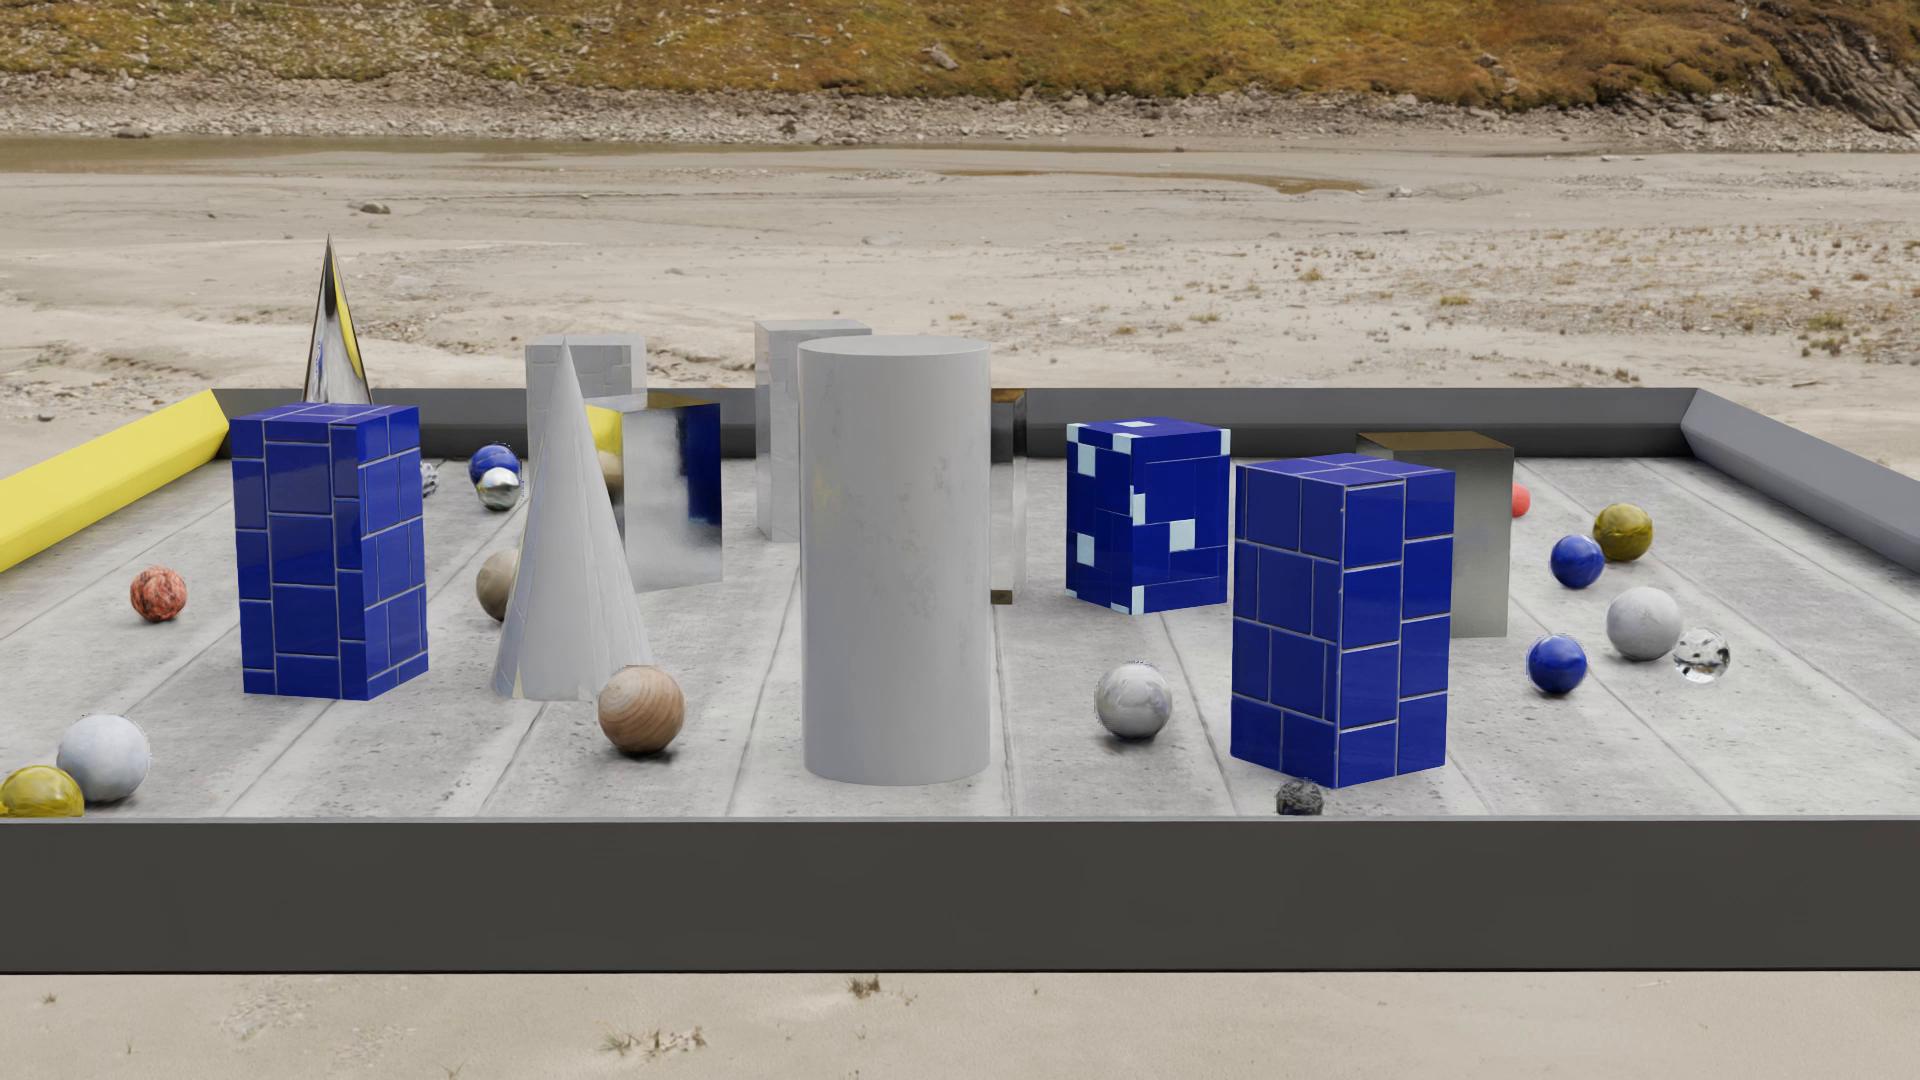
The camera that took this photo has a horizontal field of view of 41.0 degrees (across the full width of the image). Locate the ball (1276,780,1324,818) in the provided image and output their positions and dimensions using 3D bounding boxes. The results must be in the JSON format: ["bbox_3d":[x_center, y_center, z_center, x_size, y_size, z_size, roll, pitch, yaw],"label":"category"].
[{"bbox_3d":[0.329,0.255,2.484,0.046,0.046,0.046,0,10,0],"label":"ball"}]

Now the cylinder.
[{"bbox_3d":[-0.067,0.016,2.686,0.200,0.443,0.200,0,10,0],"label":"cylinder"}]

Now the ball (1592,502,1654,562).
[{"bbox_3d":[0.984,-0.011,3.809,0.089,0.089,0.089,0,10,0],"label":"ball"}]

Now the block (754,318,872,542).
[{"bbox_3d":[-0.230,-0.175,4.031,0.160,0.329,0.160,-2,11,-12],"label":"block"}]

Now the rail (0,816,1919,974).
[{"bbox_3d":[0.008,0.283,2.097,2.796,0.130,0.045,0,10,0],"label":"rail"}]

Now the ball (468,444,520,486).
[{"bbox_3d":[-0.800,-0.121,4.408,0.087,0.087,0.087,0,10,0],"label":"ball"}]

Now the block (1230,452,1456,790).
[{"bbox_3d":[0.400,0.080,2.697,0.160,0.314,0.160,-7,13,-34],"label":"block"}]

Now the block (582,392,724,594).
[{"bbox_3d":[-0.451,-0.070,3.661,0.160,0.257,0.160,-8,13,-38],"label":"block"}]

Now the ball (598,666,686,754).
[{"bbox_3d":[-0.341,0.182,2.748,0.094,0.094,0.094,0,10,0],"label":"ball"}]

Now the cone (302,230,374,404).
[{"bbox_3d":[-0.915,-0.209,3.766,0.200,0.493,0.200,0,10,0],"label":"cone"}]

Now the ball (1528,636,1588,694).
[{"bbox_3d":[0.701,0.146,3.011,0.069,0.069,0.069,0,10,0],"label":"ball"}]

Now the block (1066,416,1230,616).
[{"bbox_3d":[0.257,-0.037,3.531,0.160,0.240,0.160,-6,12,-31],"label":"block"}]

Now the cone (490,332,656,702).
[{"bbox_3d":[-0.462,-0.037,3.035,0.200,0.420,0.200,0,10,0],"label":"cone"}]

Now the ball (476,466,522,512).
[{"bbox_3d":[-0.761,-0.084,4.240,0.074,0.074,0.074,0,10,0],"label":"ball"}]

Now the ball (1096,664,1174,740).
[{"bbox_3d":[0.191,0.177,2.804,0.084,0.084,0.084,0,10,0],"label":"ball"}]

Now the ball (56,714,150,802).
[{"bbox_3d":[-0.858,0.218,2.568,0.088,0.088,0.088,0,10,0],"label":"ball"}]

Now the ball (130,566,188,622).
[{"bbox_3d":[-1.064,0.071,3.406,0.073,0.073,0.073,0,10,0],"label":"ball"}]

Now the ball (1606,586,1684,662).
[{"bbox_3d":[0.847,0.103,3.176,0.093,0.093,0.093,0,10,0],"label":"ball"}]

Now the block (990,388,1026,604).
[{"bbox_3d":[0.004,-0.065,3.575,0.160,0.278,0.160,1,11,8],"label":"block"}]

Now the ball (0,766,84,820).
[{"bbox_3d":[-0.864,0.252,2.405,0.081,0.081,0.081,0,10,0],"label":"ball"}]

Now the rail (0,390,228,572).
[{"bbox_3d":[-1.374,0.035,3.441,0.045,0.130,2.797,0,10,0],"label":"rail"}]

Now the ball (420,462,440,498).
[{"bbox_3d":[-0.921,-0.103,4.383,0.061,0.061,0.061,0,10,0],"label":"ball"}]

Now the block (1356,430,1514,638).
[{"bbox_3d":[0.617,-0.008,3.361,0.160,0.246,0.160,-1,11,-8],"label":"block"}]

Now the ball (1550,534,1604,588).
[{"bbox_3d":[0.871,0.030,3.621,0.076,0.076,0.076,0,10,0],"label":"ball"}]

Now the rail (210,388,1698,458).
[{"bbox_3d":[-0.008,-0.216,4.800,2.796,0.130,0.045,0,10,0],"label":"rail"}]

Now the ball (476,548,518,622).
[{"bbox_3d":[-0.589,0.061,3.388,0.100,0.100,0.100,0,10,0],"label":"ball"}]

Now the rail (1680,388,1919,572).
[{"bbox_3d":[1.374,0.032,3.456,0.045,0.130,2.797,0,10,0],"label":"rail"}]

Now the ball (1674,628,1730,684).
[{"bbox_3d":[0.886,0.138,3.065,0.066,0.066,0.066,0,10,0],"label":"ball"}]

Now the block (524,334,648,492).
[{"bbox_3d":[-0.572,-0.154,3.962,0.160,0.313,0.160,0,10,1],"label":"block"}]

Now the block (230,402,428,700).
[{"bbox_3d":[-0.746,0.010,3.046,0.160,0.325,0.160,3,11,14],"label":"block"}]

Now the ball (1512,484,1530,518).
[{"bbox_3d":[0.903,-0.065,4.188,0.056,0.056,0.056,0,10,0],"label":"ball"}]
